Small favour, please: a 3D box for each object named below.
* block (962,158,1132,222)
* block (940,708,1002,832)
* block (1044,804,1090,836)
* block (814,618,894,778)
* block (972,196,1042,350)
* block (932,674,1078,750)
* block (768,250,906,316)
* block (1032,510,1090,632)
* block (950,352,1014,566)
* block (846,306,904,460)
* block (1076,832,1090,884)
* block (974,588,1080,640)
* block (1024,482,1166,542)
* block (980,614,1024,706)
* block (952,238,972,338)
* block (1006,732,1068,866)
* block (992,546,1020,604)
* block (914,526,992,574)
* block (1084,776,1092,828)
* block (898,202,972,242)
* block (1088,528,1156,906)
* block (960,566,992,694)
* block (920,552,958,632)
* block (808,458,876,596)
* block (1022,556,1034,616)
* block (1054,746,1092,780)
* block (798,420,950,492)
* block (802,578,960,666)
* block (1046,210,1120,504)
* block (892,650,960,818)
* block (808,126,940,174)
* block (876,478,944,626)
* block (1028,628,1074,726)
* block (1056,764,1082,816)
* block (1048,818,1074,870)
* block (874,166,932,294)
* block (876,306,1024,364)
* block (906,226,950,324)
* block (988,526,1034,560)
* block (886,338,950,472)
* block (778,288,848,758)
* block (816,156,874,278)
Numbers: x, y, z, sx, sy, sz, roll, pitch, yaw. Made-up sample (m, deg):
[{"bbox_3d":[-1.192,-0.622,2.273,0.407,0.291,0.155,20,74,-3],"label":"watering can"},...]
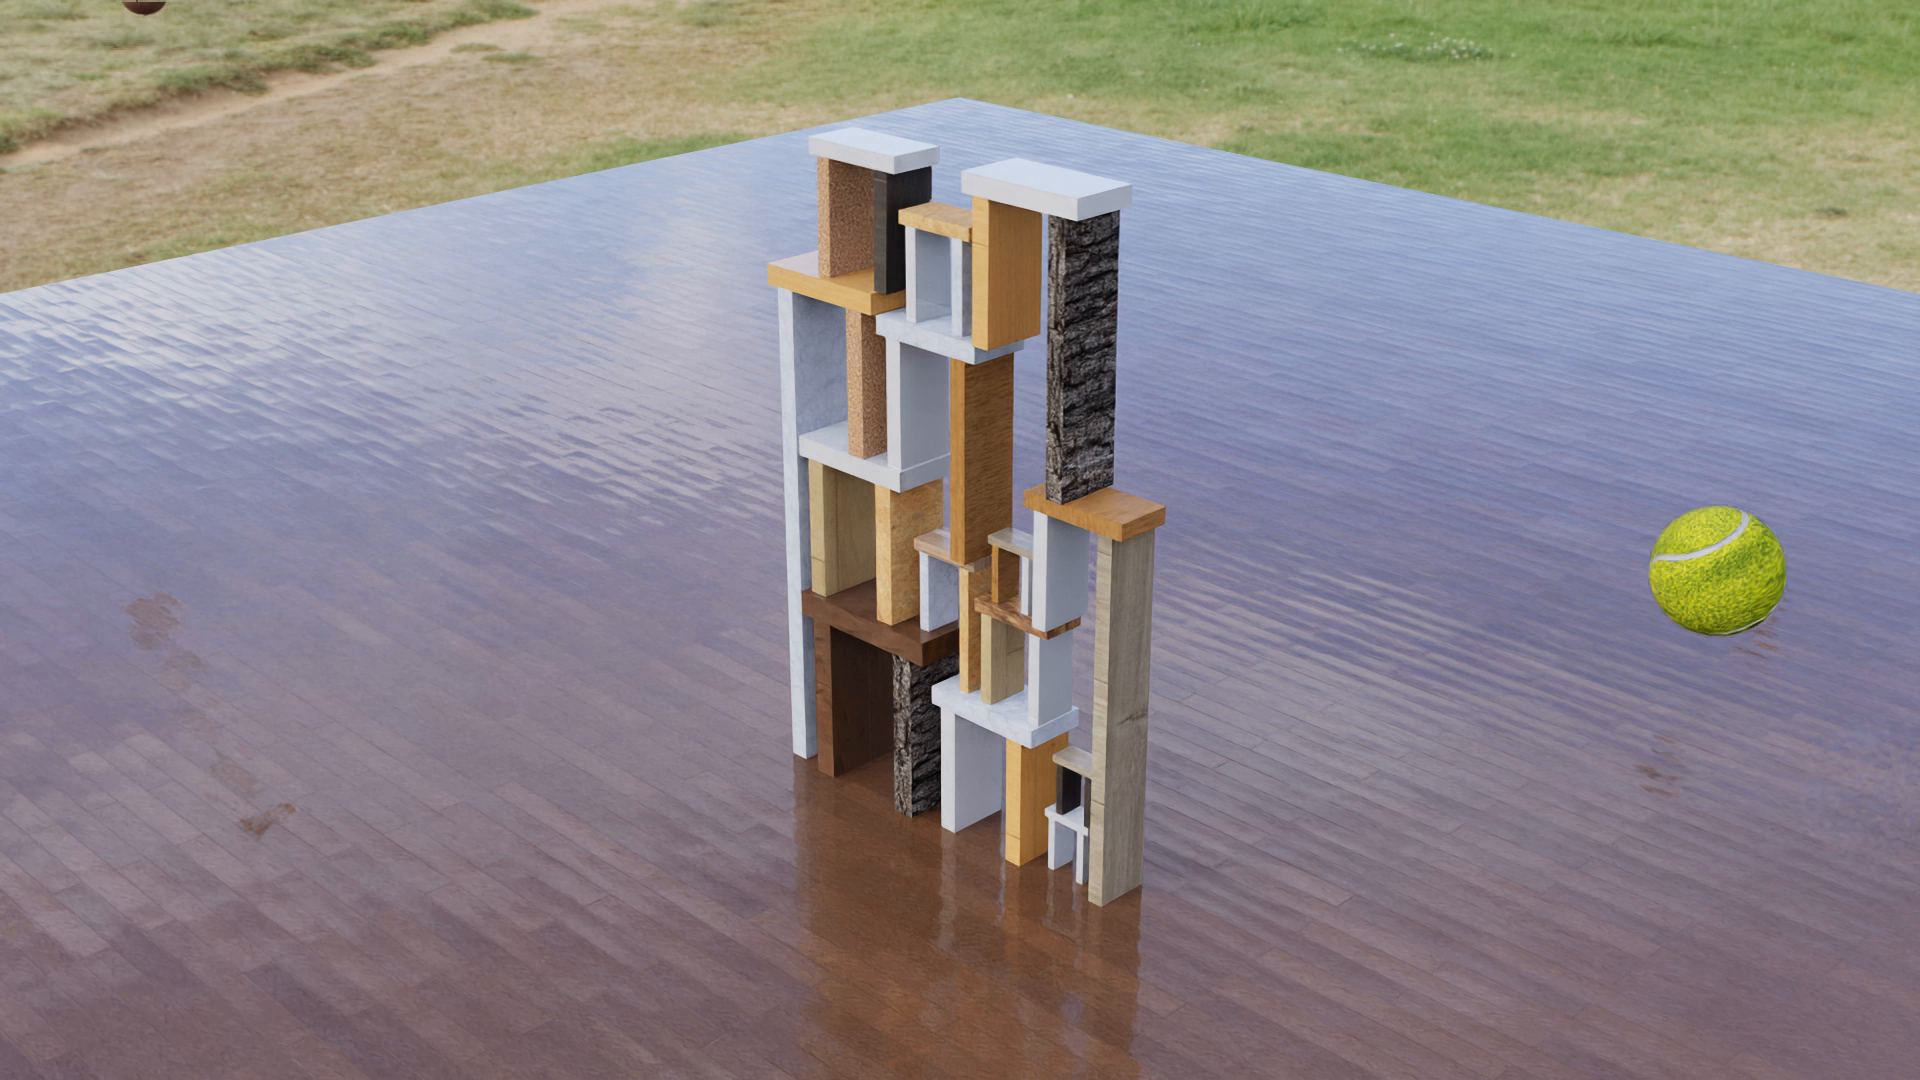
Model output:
[{"bbox_3d":[0.148,-0.608,3.804,0.138,0.039,0.276,-21,31,-40],"label":"block"},{"bbox_3d":[0.023,0.438,4.387,0.038,0.267,0.134,21,31,41],"label":"block"},{"bbox_3d":[0.222,0.530,4.207,0.111,0.016,0.055,21,31,41],"label":"block"},{"bbox_3d":[-0.219,0.304,4.594,0.050,0.352,0.176,21,31,41],"label":"block"},{"bbox_3d":[0.084,-0.489,3.926,0.138,0.276,0.039,-21,31,-41],"label":"block"},{"bbox_3d":[0.086,0.322,4.270,0.267,0.038,0.134,21,31,41],"label":"block"},{"bbox_3d":[-0.219,-0.501,4.253,0.296,0.042,0.148,21,31,41],"label":"block"},{"bbox_3d":[0.186,0.042,4.035,0.033,0.233,0.117,21,31,40],"label":"block"},{"bbox_3d":[0.041,-0.160,4.114,0.037,0.402,0.130,21,31,41],"label":"block"},{"bbox_3d":[-0.149,-0.318,4.255,0.042,0.296,0.148,21,31,40],"label":"block"},{"bbox_3d":[0.248,0.599,4.208,0.016,0.111,0.055,21,31,41],"label":"block"},{"bbox_3d":[0.127,0.135,4.149,0.187,0.027,0.094,21,31,41],"label":"block"},{"bbox_3d":[0.240,-0.059,3.933,0.117,0.033,0.233,-22,31,-40],"label":"block"},{"bbox_3d":[0.083,0.216,4.231,0.027,0.187,0.094,21,31,41],"label":"block"},{"bbox_3d":[0.026,-0.467,3.998,0.090,0.181,0.026,-21,31,-41],"label":"block"},{"bbox_3d":[0.149,0.487,4.271,0.038,0.267,0.134,21,31,41],"label":"block"},{"bbox_3d":[0.086,0.057,4.150,0.016,0.116,0.058,21,31,41],"label":"block"},{"bbox_3d":[-0.003,0.018,4.238,0.082,0.023,0.165,-21,31,-40],"label":"block"},{"bbox_3d":[0.258,0.487,4.153,0.015,0.107,0.054,21,31,41],"label":"block"},{"bbox_3d":[-0.016,-0.579,3.997,0.090,0.026,0.181,-21,31,-41],"label":"block"},{"bbox_3d":[0.295,0.323,4.036,0.033,0.752,0.117,21,31,41],"label":"block"},{"bbox_3d":[0.037,0.164,4.257,0.023,0.261,0.082,21,31,41],"label":"block"},{"bbox_3d":[-0.041,0.089,4.310,0.023,0.165,0.082,21,31,40],"label":"block"},{"bbox_3d":[-0.236,-0.043,4.463,0.145,0.290,0.041,-21,31,-41],"label":"block"},{"bbox_3d":[0.141,0.078,4.100,0.016,0.116,0.058,21,31,41],"label":"block"},{"bbox_3d":[0.233,0.421,4.152,0.054,0.015,0.107,-21,31,-41],"label":"block"},{"bbox_3d":[-0.167,-0.169,4.336,0.290,0.041,0.145,21,31,40],"label":"block"},{"bbox_3d":[-0.136,0.151,4.439,0.352,0.050,0.176,21,31,40],"label":"block"},{"bbox_3d":[0.214,-0.326,3.853,0.138,0.520,0.039,-22,31,-40],"label":"block"},{"bbox_3d":[-0.053,0.369,4.442,0.050,0.352,0.176,21,31,41],"label":"block"},{"bbox_3d":[-0.161,-0.726,4.093,0.232,0.033,0.116,21,31,40],"label":"block"},{"bbox_3d":[-0.098,0.010,4.338,0.041,0.290,0.145,21,31,40],"label":"block"},{"bbox_3d":[0.171,0.250,4.150,0.027,0.187,0.094,21,31,41],"label":"block"},{"bbox_3d":[0.208,0.467,4.199,0.015,0.107,0.054,21,31,41],"label":"block"},{"bbox_3d":[0.196,0.578,4.256,0.016,0.111,0.055,21,31,41],"label":"block"},{"bbox_3d":[-0.106,-0.584,4.098,0.033,0.232,0.116,23,32,40],"label":"block"},{"bbox_3d":[-0.020,-0.386,4.085,0.259,0.037,0.130,21,31,41],"label":"block"},{"bbox_3d":[-0.059,-0.501,4.076,0.026,0.181,0.090,21,31,41],"label":"block"},{"bbox_3d":[0.114,0.006,4.099,0.058,0.016,0.116,-21,31,-41],"label":"block"},{"bbox_3d":[-0.080,-0.274,4.199,0.037,0.259,0.130,21,31,40],"label":"block"},{"bbox_3d":[-0.289,-0.035,4.527,0.042,1.029,0.148,21,31,41],"label":"block"},{"bbox_3d":[-0.217,-0.626,4.198,0.033,0.232,0.116,22,31,40],"label":"block"}]
